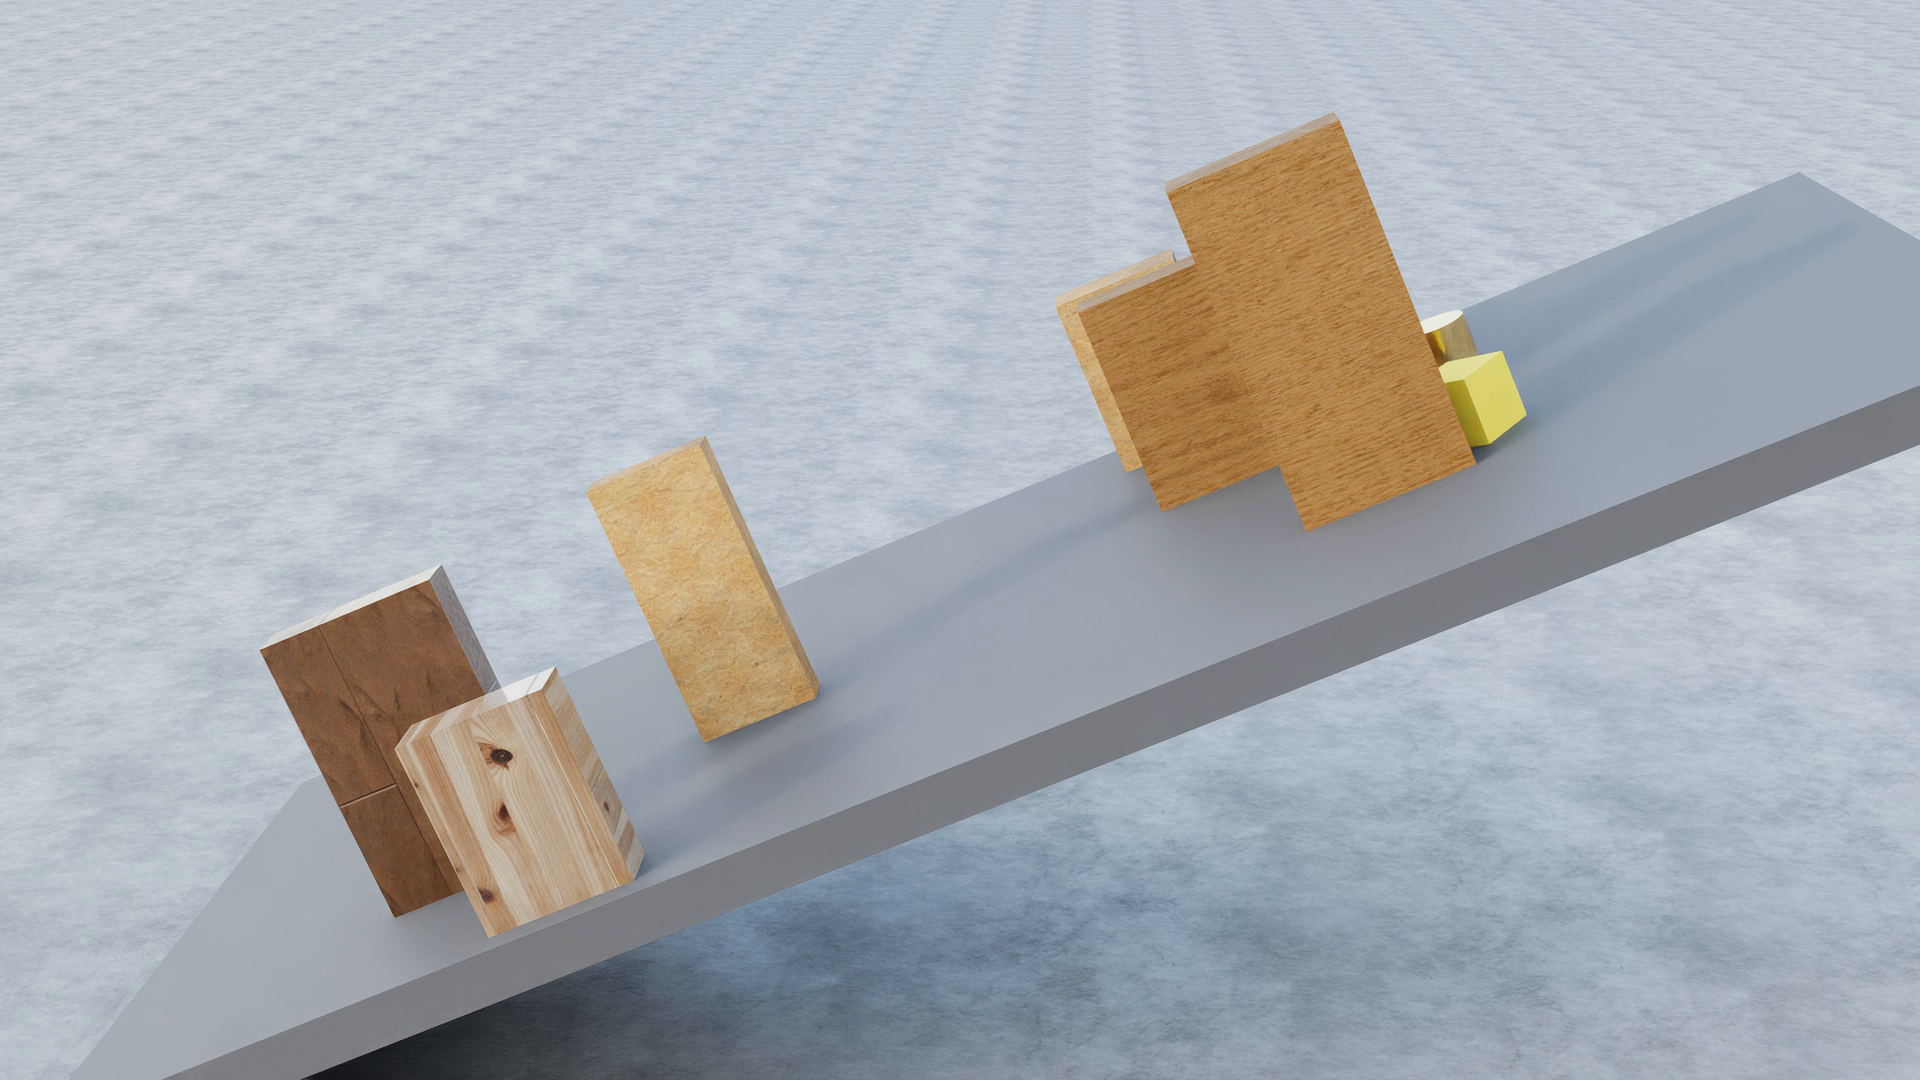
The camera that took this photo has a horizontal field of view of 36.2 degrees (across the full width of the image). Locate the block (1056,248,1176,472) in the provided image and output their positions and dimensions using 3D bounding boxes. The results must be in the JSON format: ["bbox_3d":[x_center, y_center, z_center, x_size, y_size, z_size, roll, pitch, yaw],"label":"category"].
[{"bbox_3d":[0.446,-0.424,6.943,0.295,0.429,0.145,-22,13,8],"label":"block"}]

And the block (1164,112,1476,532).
[{"bbox_3d":[0.707,-0.426,5.774,0.357,0.730,0.142,-22,13,8],"label":"block"}]

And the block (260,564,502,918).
[{"bbox_3d":[-1.087,0.405,5.897,0.374,0.611,0.117,-22,13,8],"label":"block"}]

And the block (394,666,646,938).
[{"bbox_3d":[-0.823,0.493,5.529,0.303,0.405,0.143,-22,13,8],"label":"block"}]

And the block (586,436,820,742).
[{"bbox_3d":[-0.536,0.105,6.179,0.260,0.590,0.089,-22,13,8],"label":"block"}]

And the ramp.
[{"bbox_3d":[0.129,0.171,6.286,4.000,0.100,2.000,-22,13,8],"label":"ramp"}]

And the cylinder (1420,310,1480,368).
[{"bbox_3d":[1.060,-0.411,6.440,0.138,0.138,0.138,-23,12,5],"label":"cylinder"}]

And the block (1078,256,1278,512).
[{"bbox_3d":[0.528,-0.363,6.424,0.386,0.480,0.126,-22,13,8],"label":"block"}]

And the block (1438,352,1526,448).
[{"bbox_3d":[1.026,-0.278,5.940,0.142,0.142,0.142,-10,19,48],"label":"block"}]
